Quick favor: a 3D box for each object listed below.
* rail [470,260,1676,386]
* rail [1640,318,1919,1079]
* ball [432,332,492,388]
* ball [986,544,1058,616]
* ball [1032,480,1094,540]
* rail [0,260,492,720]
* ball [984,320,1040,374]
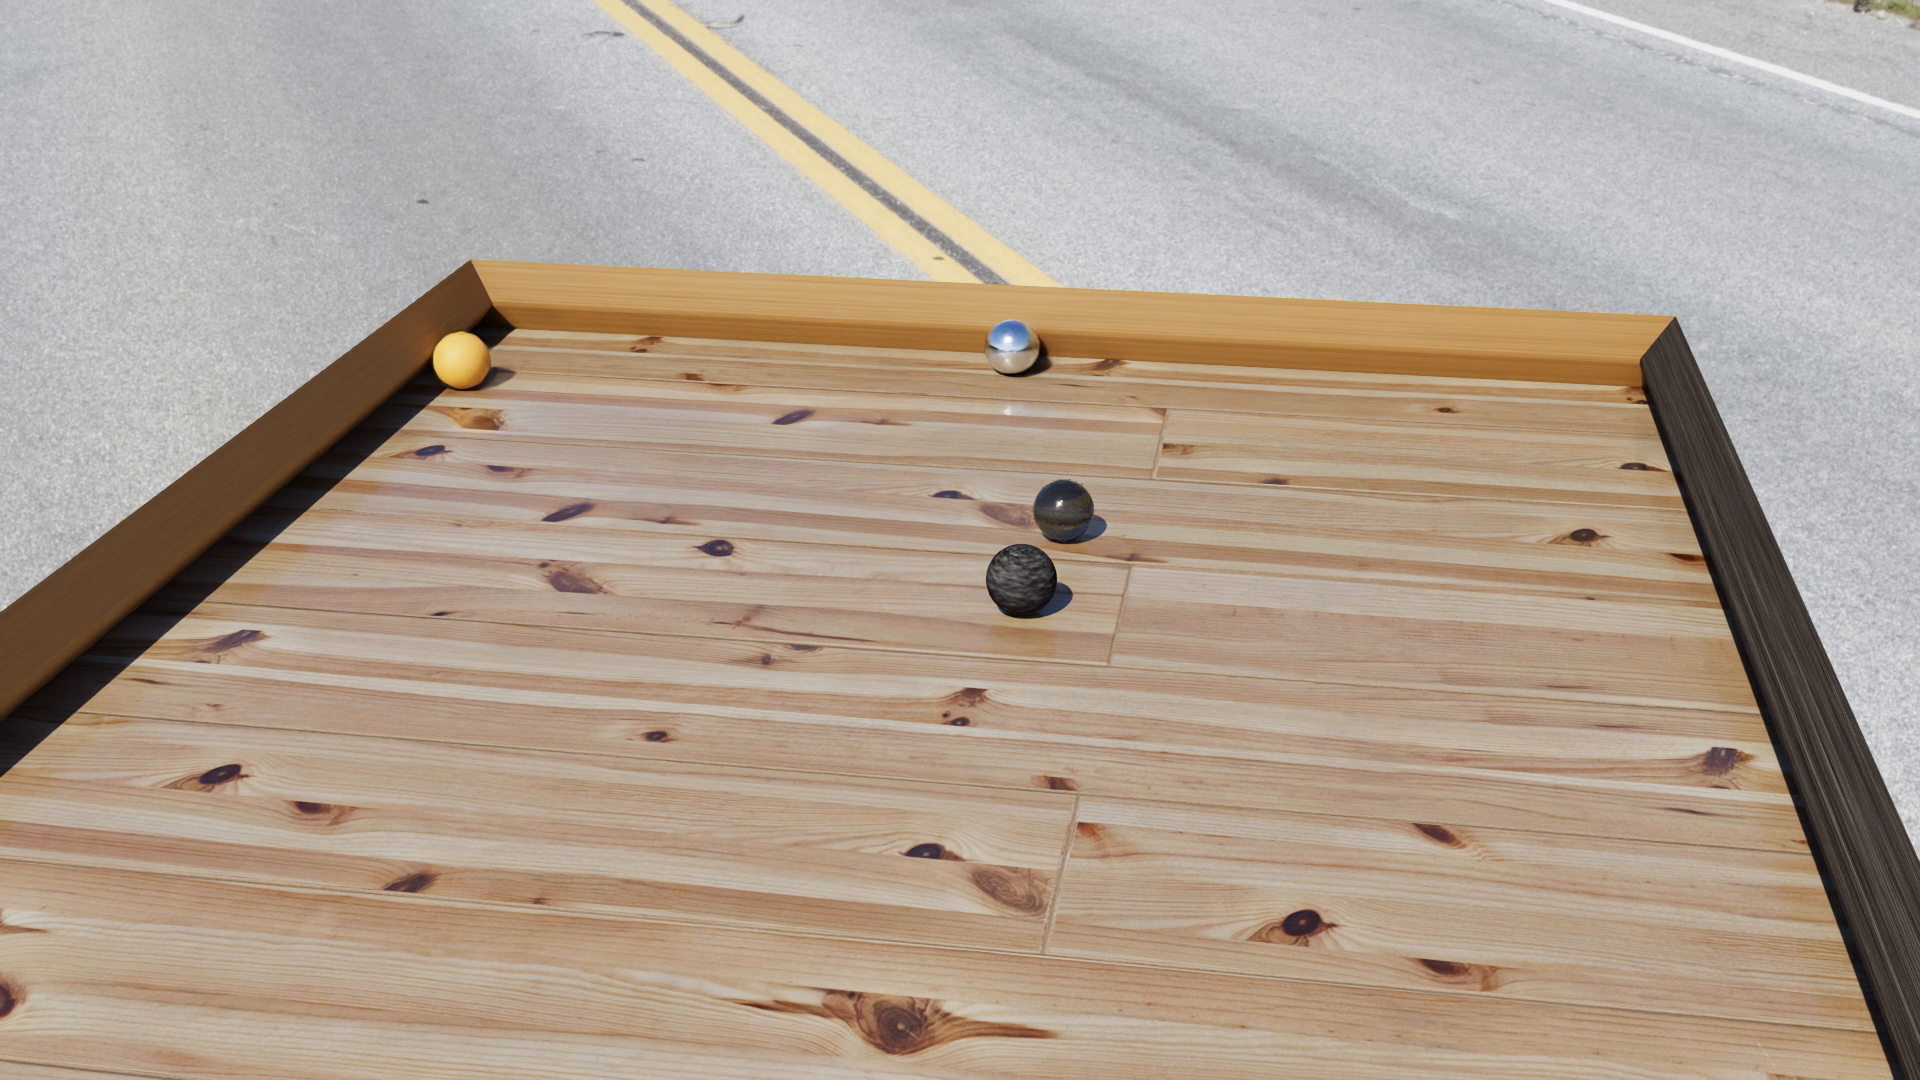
[{"bbox_3d":[0.115,-0.289,2.970,1.641,0.097,0.045,4,23,9],"label":"rail"},{"bbox_3d":[0.667,0.324,1.541,0.045,0.097,2.936,4,23,9],"label":"rail"},{"bbox_3d":[-0.651,-0.235,2.875,0.074,0.074,0.074,0,23,0],"label":"ball"},{"bbox_3d":[0.063,0.040,2.236,0.073,0.073,0.073,0,23,0],"label":"ball"},{"bbox_3d":[0.114,-0.033,2.412,0.067,0.067,0.067,0,23,0],"label":"ball"},{"bbox_3d":[-0.906,0.222,1.779,0.045,0.097,2.936,4,23,9],"label":"rail"},{"bbox_3d":[0.070,-0.257,2.928,0.073,0.073,0.073,0,23,0],"label":"ball"}]
